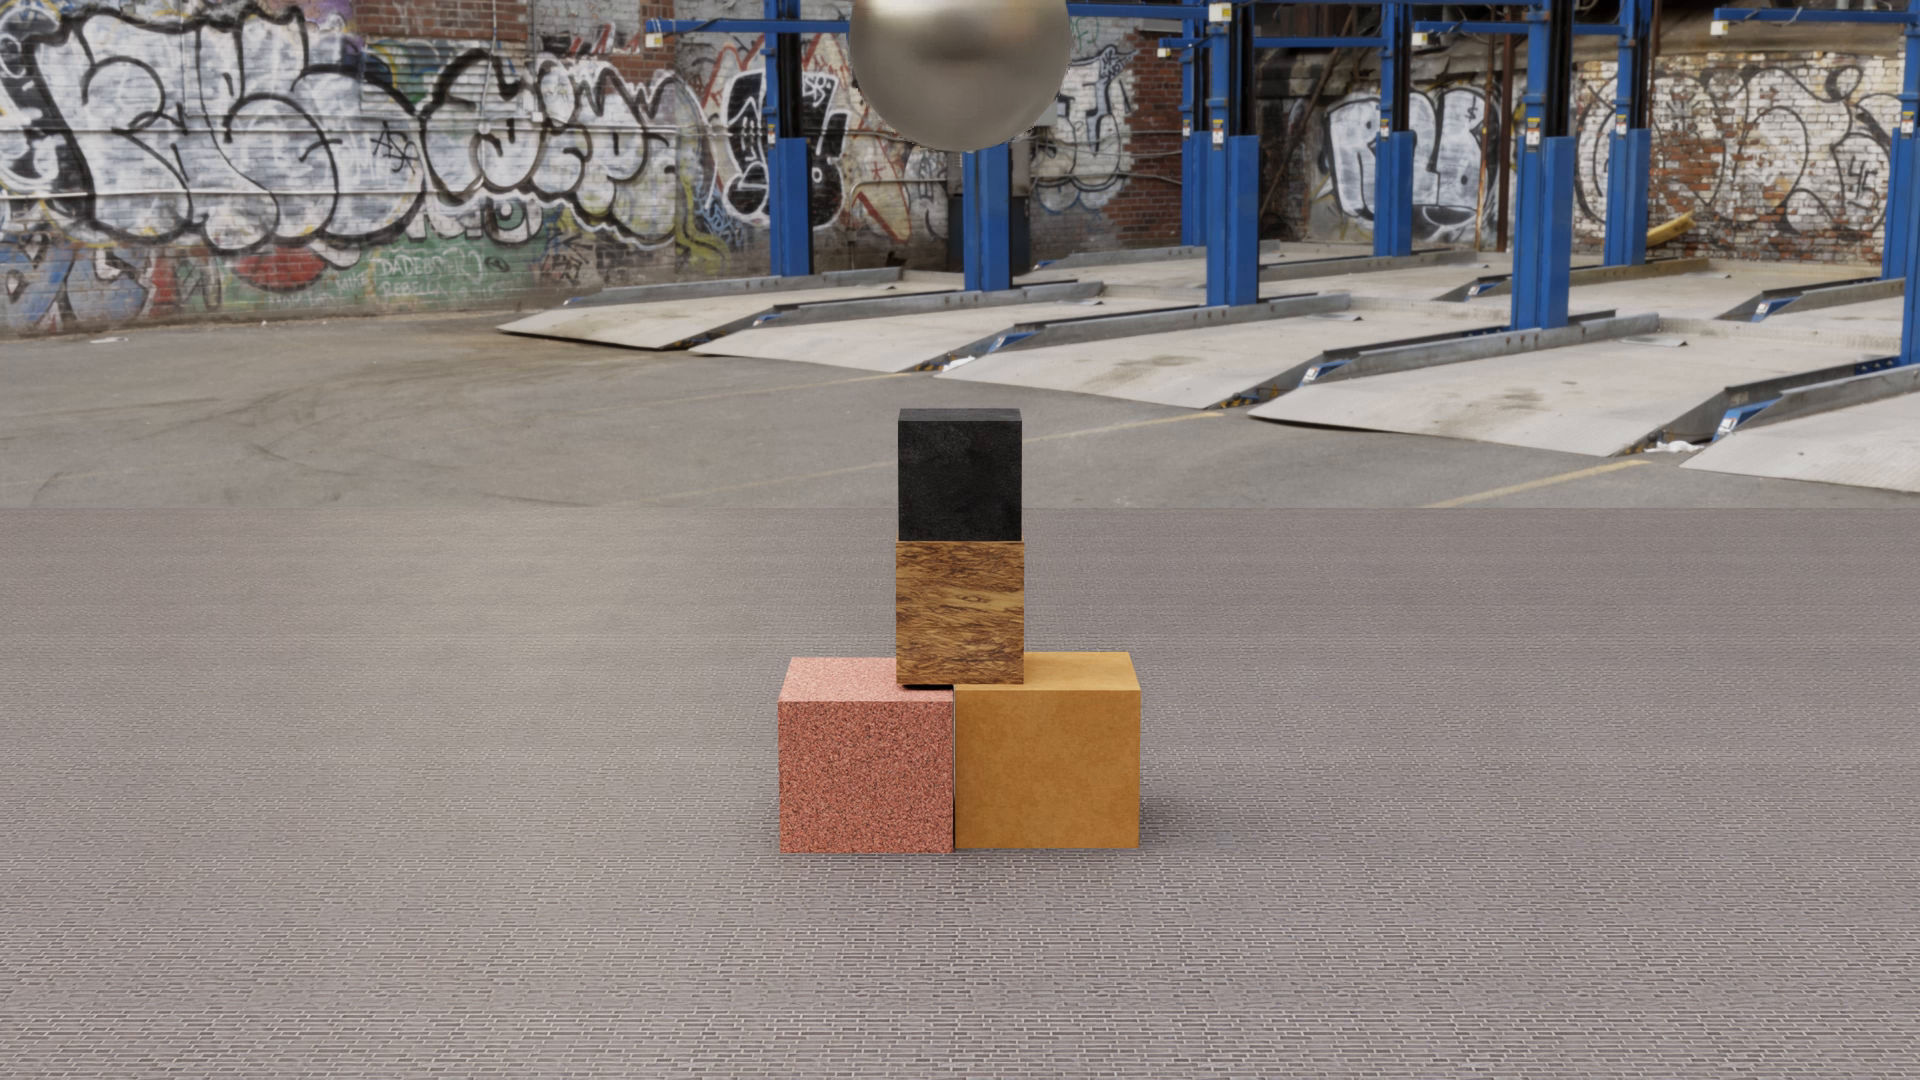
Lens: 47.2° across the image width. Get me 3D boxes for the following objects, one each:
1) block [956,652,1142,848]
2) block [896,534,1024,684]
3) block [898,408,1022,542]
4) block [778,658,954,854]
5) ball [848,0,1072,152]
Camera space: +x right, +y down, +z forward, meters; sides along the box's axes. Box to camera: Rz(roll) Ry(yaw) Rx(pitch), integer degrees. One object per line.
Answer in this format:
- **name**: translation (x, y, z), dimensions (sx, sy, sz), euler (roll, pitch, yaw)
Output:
- **block**: translation (0.436, 1.072, 11.385), dimensions (0.922, 0.817, 0.830), euler (0, 10, 0)
- **block**: translation (0.000, 0.315, 11.253), dimensions (0.638, 0.722, 0.603), euler (0, 10, 0)
- **block**: translation (0.000, -0.335, 11.126), dimensions (0.611, 0.603, 0.514), euler (0, 10, 0)
- **block**: translation (-0.466, 1.095, 11.360), dimensions (0.863, 0.780, 0.930), euler (0, 10, 0)
- **ball**: translation (0.000, -3.593, 15.767), dimensions (1.600, 1.600, 1.600), euler (0, 10, 0)
